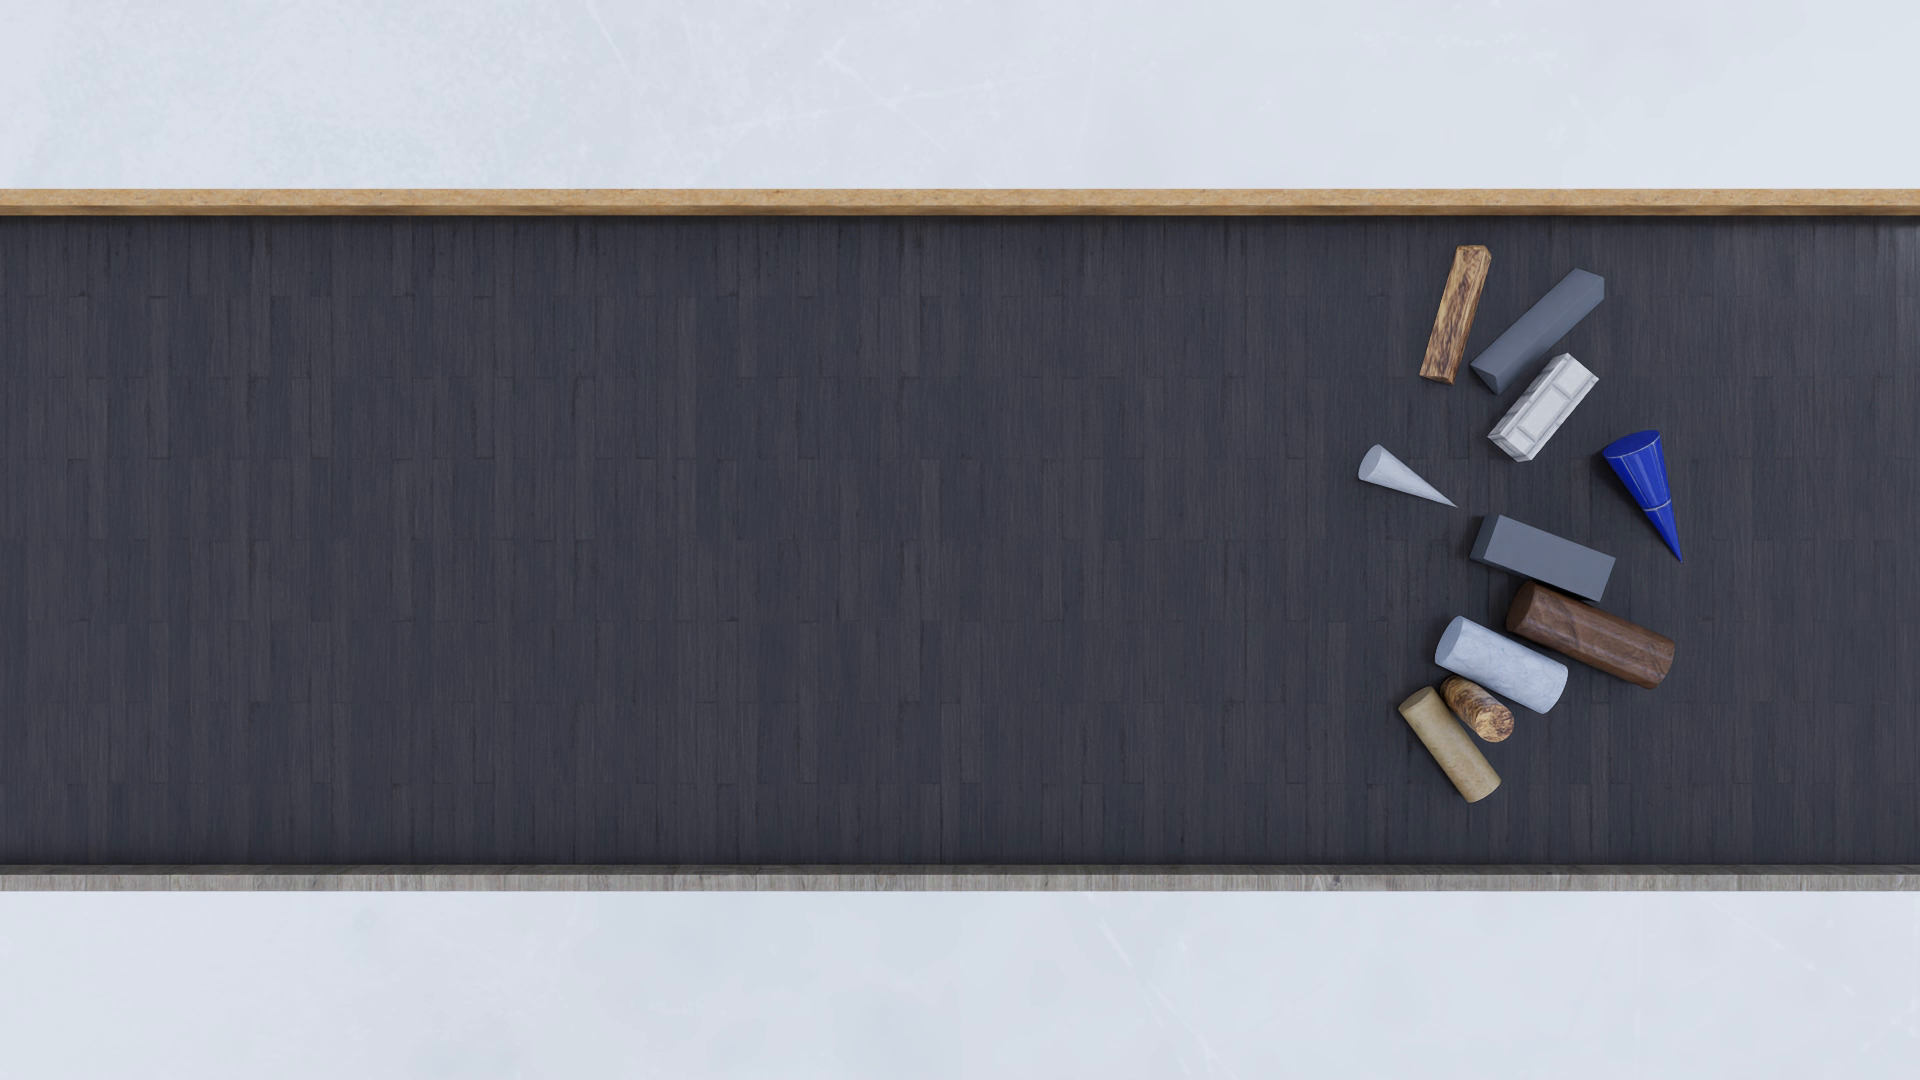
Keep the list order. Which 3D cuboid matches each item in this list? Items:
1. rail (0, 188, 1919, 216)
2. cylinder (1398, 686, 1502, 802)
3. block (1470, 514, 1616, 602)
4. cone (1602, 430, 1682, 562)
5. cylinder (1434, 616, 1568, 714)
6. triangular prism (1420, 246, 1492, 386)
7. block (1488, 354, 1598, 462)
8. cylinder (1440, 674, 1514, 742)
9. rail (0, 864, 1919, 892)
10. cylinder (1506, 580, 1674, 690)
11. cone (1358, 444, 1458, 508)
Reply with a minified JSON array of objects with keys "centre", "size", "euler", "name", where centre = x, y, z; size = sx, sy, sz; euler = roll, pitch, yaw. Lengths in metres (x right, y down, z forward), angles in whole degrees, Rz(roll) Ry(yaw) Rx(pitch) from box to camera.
[{"centre":[-2.247,-1.025,5.002],"size":[12.000,0.150,0.050],"euler":[0,90,0],"name":"rail"},{"centre":[1.489,0.621,5.015],"size":[0.123,0.123,0.348],"euler":[-37,90,0],"name":"cylinder"},{"centre":[1.765,0.055,5.006],"size":[0.371,0.140,0.140],"euler":[21,90,0],"name":"block"},{"centre":[2.127,-0.107,5.034],"size":[0.172,0.172,0.426],"euler":[-28,102,0],"name":"cone"},{"centre":[1.637,0.377,4.995],"size":[0.348,0.163,0.163],"euler":[25,90,0],"name":"cylinder"},{"centre":[1.524,-0.690,5.027],"size":[0.109,0.094,0.414],"euler":[16,90,0],"name":"triangular prism"},{"centre":[1.771,-0.401,5.015],"size":[0.123,0.123,0.316],"euler":[40,90,0],"name":"block"},{"centre":[1.526,0.495,4.882],"size":[0.110,0.377,0.110],"euler":[0,98,1],"name":"cylinder"},{"centre":[-2.247,1.025,5.001],"size":[12.000,0.150,0.050],"euler":[0,90,0],"name":"rail"},{"centre":[1.905,0.287,4.992],"size":[0.455,0.169,0.169],"euler":[23,90,0],"name":"cylinder"},{"centre":[1.390,-0.168,5.047],"size":[0.323,0.119,0.119],"euler":[26,90,-10],"name":"cone"}]
